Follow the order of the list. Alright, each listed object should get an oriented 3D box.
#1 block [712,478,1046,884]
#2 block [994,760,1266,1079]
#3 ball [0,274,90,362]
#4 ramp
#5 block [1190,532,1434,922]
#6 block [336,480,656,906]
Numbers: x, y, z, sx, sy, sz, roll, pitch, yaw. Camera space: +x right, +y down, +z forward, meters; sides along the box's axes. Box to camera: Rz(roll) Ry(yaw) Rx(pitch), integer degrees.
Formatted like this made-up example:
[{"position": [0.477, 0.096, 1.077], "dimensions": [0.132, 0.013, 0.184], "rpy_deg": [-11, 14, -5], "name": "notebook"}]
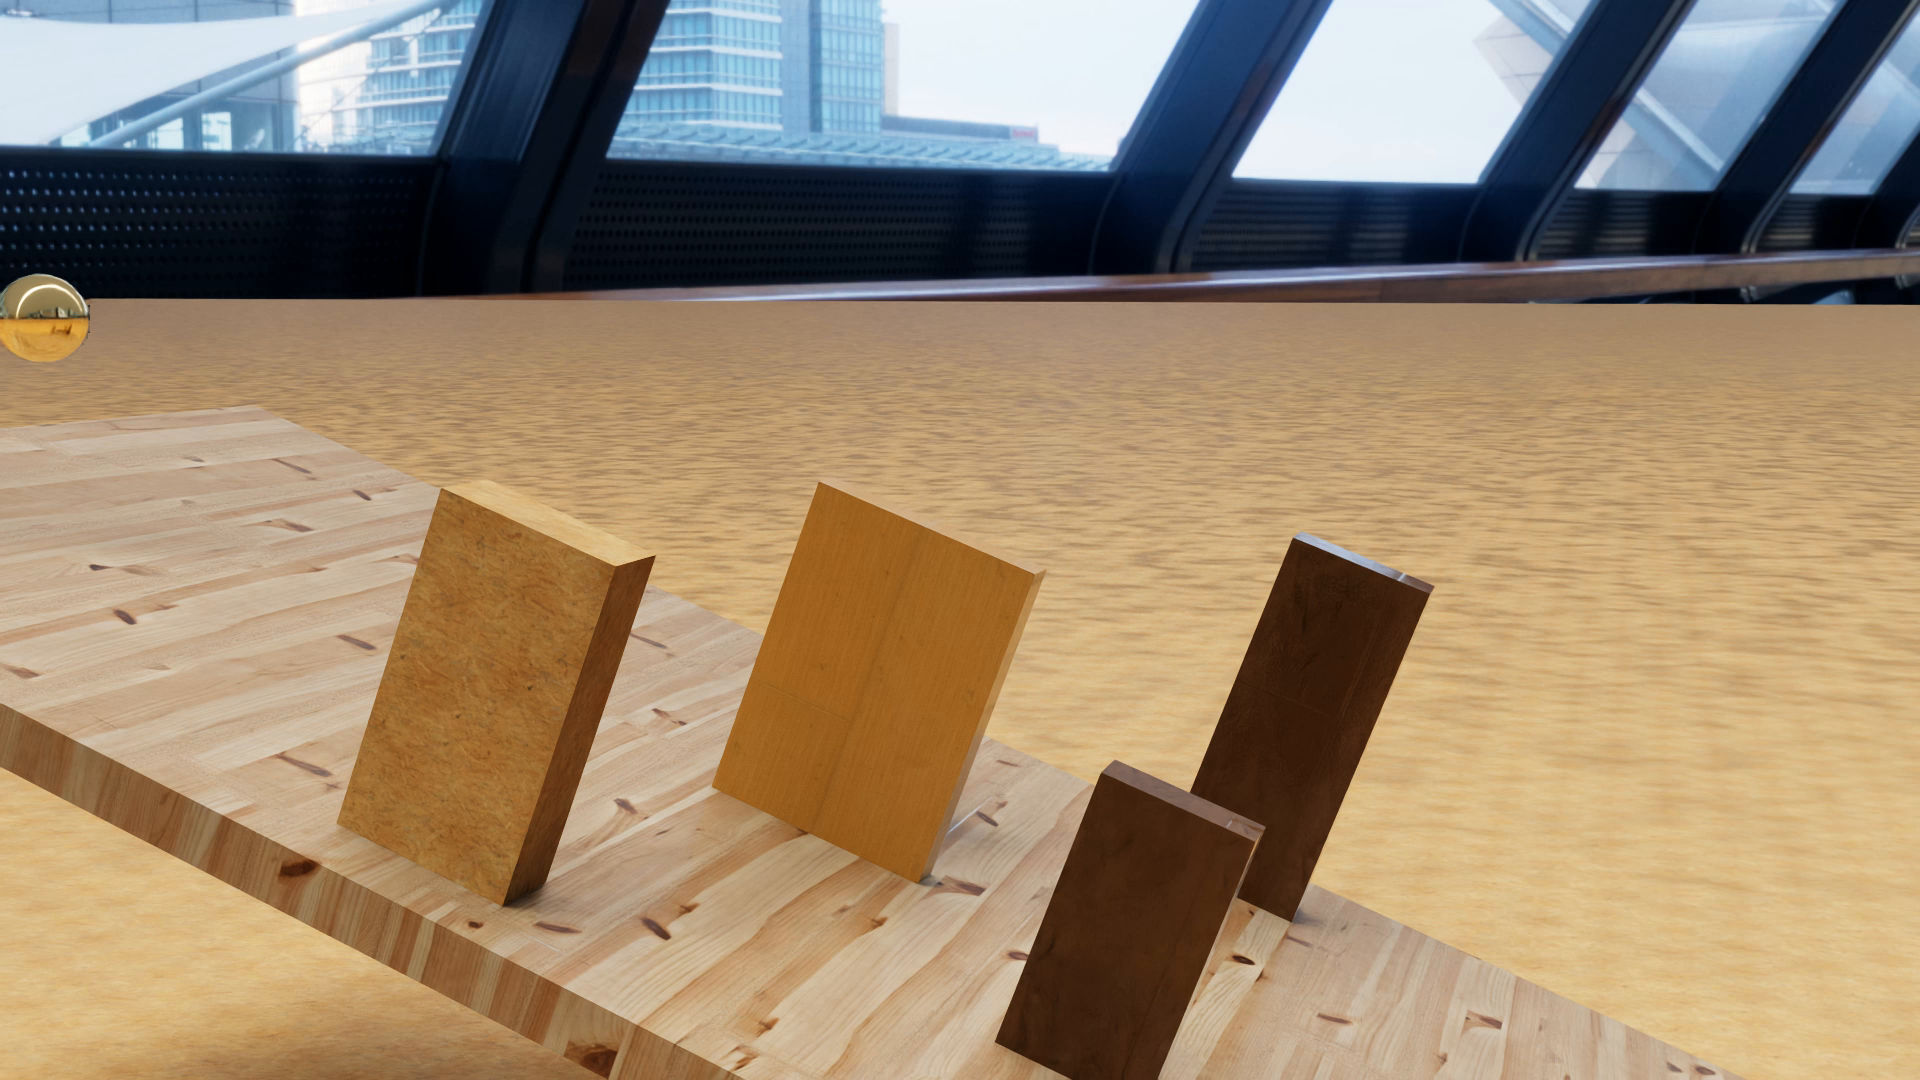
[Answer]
[{"position": [-0.158, 0.262, 4.130], "dimensions": [0.444, 0.635, 0.084], "rpy_deg": [23, 13, 13], "name": "block"}, {"position": [0.272, 0.637, 3.542], "dimensions": [0.264, 0.492, 0.098], "rpy_deg": [23, 13, 13], "name": "block"}, {"position": [-1.755, -0.424, 4.204], "dimensions": [0.168, 0.168, 0.168], "rpy_deg": [0, 7, 0], "name": "ball"}, {"position": [-0.323, 0.585, 4.205], "dimensions": [4.000, 0.100, 2.000], "rpy_deg": [23, 13, 13], "name": "ramp"}, {"position": [0.711, 0.394, 4.646], "dimensions": [0.300, 0.761, 0.119], "rpy_deg": [23, 13, 13], "name": "block"}, {"position": [-0.732, 0.237, 3.462], "dimensions": [0.311, 0.579, 0.143], "rpy_deg": [23, 13, 13], "name": "block"}]
